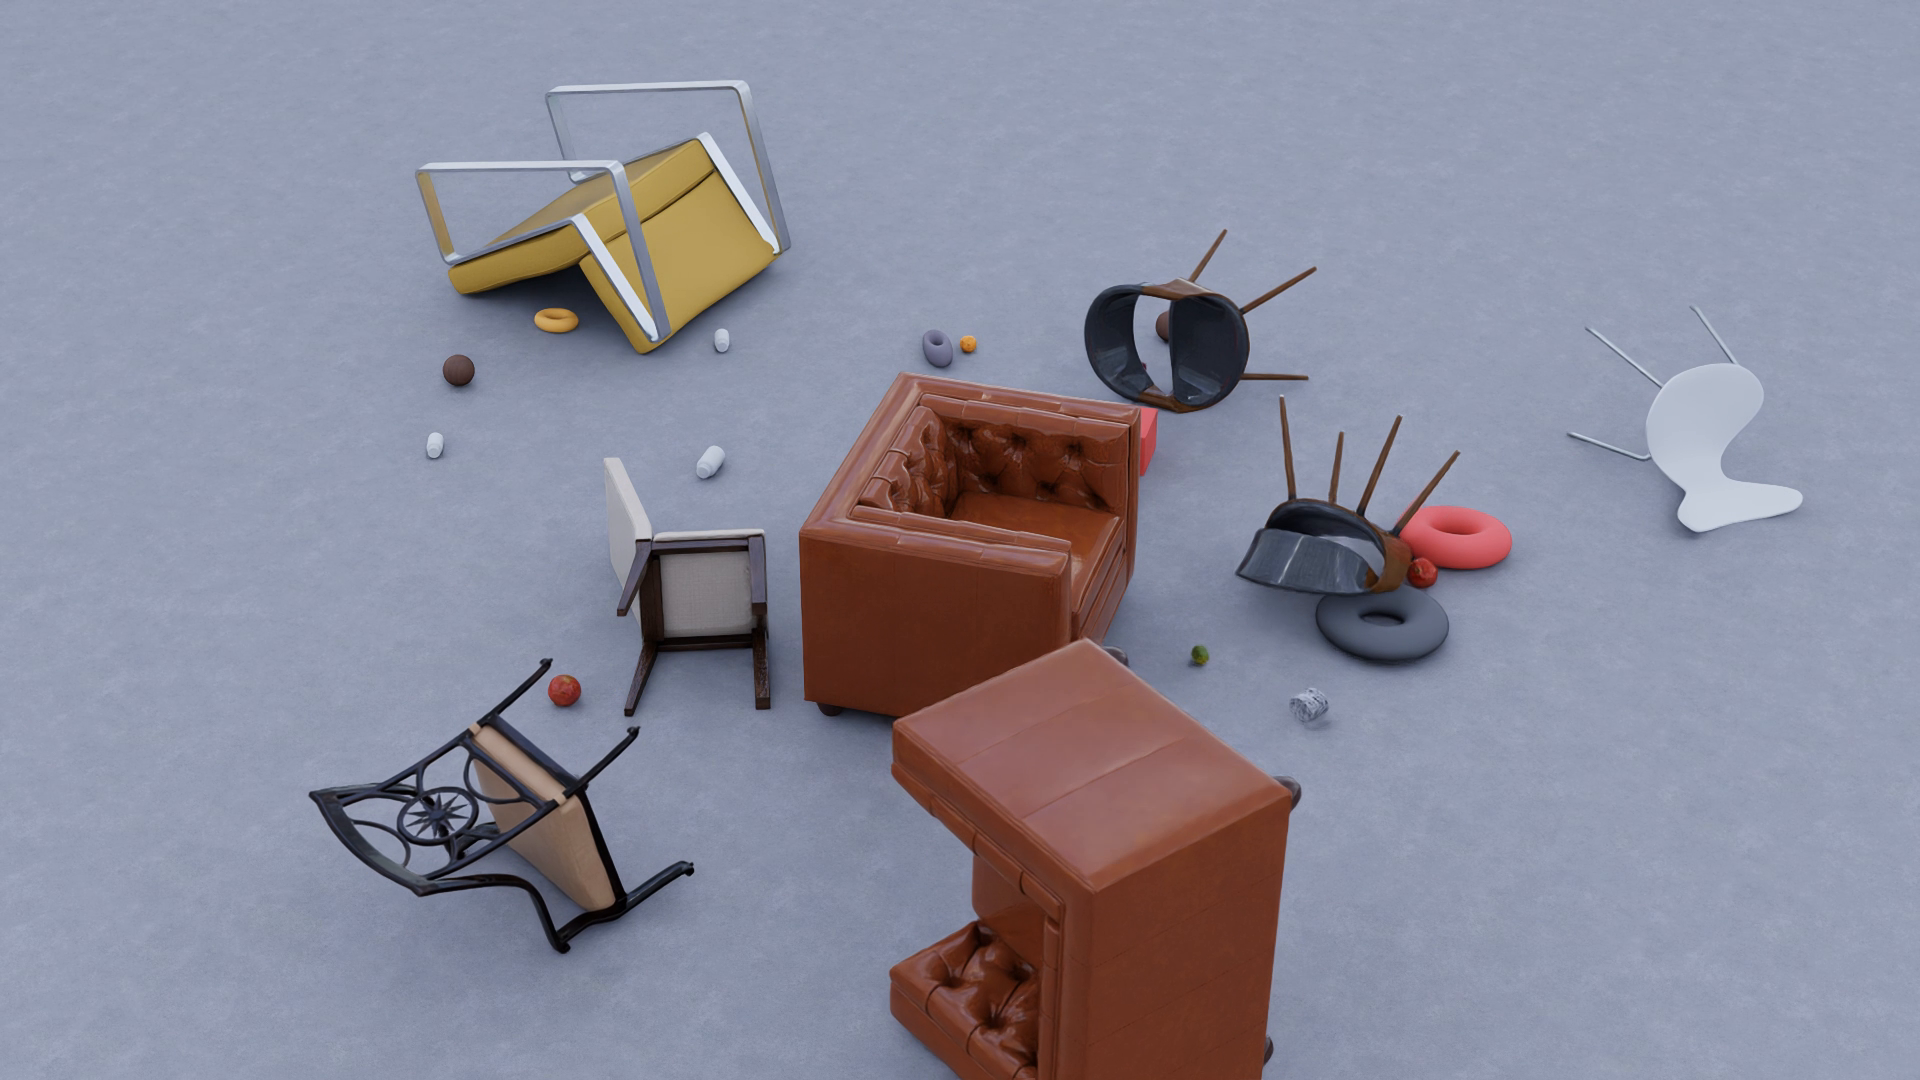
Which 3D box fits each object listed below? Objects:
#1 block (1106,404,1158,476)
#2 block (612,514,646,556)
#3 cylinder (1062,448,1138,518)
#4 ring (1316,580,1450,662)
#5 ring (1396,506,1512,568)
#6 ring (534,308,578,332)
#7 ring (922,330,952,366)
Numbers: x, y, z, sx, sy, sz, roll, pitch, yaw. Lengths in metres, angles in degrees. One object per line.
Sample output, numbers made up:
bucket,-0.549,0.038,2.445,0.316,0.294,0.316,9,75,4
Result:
block,0.667,-0.389,11.377,0.150,0.173,0.224,9,34,13
block,-1.231,-0.019,10.897,0.111,0.084,0.135,-4,34,-6
cylinder,0.532,-0.219,11.132,0.294,0.159,0.244,-6,34,-8
ring,1.499,0.285,10.414,0.483,0.108,0.452,25,39,36
ring,1.827,-0.010,10.839,0.426,0.136,0.300,7,33,9
ring,-1.691,-0.921,12.289,0.192,0.060,0.147,10,34,16
ring,-0.092,-0.788,12.054,0.115,0.095,0.223,-16,33,-9
